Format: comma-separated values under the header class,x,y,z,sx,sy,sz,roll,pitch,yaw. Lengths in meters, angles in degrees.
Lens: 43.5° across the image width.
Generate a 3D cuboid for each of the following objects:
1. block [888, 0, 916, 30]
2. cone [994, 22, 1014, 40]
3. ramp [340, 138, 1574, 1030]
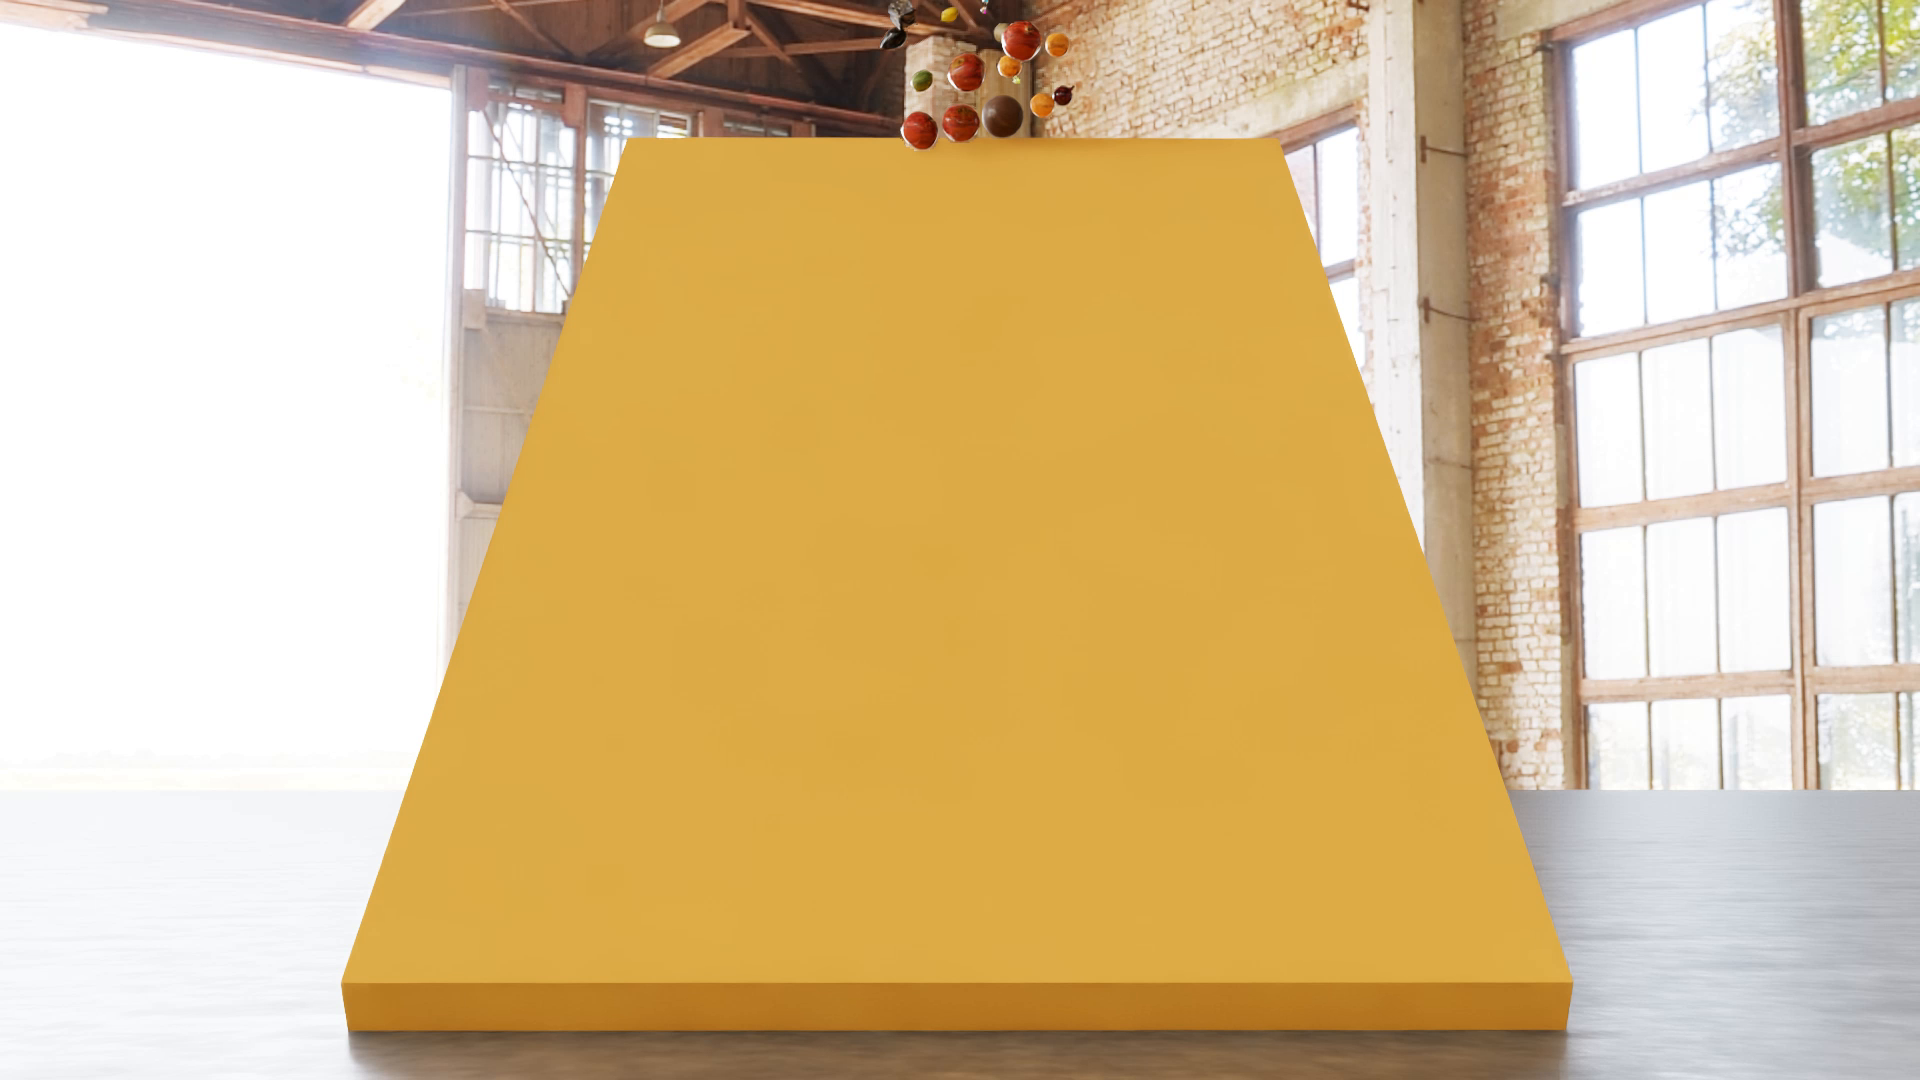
class,x,y,z,sx,sy,sz,roll,pitch,yaw
block,-0.171,-1.563,7.143,0.058,0.058,0.058,-30,-29,-14
cone,0.140,-1.520,7.225,0.060,0.060,0.060,1,30,-13
ramp,-0.012,-0.215,5.668,2.000,0.100,4.000,0,29,0
